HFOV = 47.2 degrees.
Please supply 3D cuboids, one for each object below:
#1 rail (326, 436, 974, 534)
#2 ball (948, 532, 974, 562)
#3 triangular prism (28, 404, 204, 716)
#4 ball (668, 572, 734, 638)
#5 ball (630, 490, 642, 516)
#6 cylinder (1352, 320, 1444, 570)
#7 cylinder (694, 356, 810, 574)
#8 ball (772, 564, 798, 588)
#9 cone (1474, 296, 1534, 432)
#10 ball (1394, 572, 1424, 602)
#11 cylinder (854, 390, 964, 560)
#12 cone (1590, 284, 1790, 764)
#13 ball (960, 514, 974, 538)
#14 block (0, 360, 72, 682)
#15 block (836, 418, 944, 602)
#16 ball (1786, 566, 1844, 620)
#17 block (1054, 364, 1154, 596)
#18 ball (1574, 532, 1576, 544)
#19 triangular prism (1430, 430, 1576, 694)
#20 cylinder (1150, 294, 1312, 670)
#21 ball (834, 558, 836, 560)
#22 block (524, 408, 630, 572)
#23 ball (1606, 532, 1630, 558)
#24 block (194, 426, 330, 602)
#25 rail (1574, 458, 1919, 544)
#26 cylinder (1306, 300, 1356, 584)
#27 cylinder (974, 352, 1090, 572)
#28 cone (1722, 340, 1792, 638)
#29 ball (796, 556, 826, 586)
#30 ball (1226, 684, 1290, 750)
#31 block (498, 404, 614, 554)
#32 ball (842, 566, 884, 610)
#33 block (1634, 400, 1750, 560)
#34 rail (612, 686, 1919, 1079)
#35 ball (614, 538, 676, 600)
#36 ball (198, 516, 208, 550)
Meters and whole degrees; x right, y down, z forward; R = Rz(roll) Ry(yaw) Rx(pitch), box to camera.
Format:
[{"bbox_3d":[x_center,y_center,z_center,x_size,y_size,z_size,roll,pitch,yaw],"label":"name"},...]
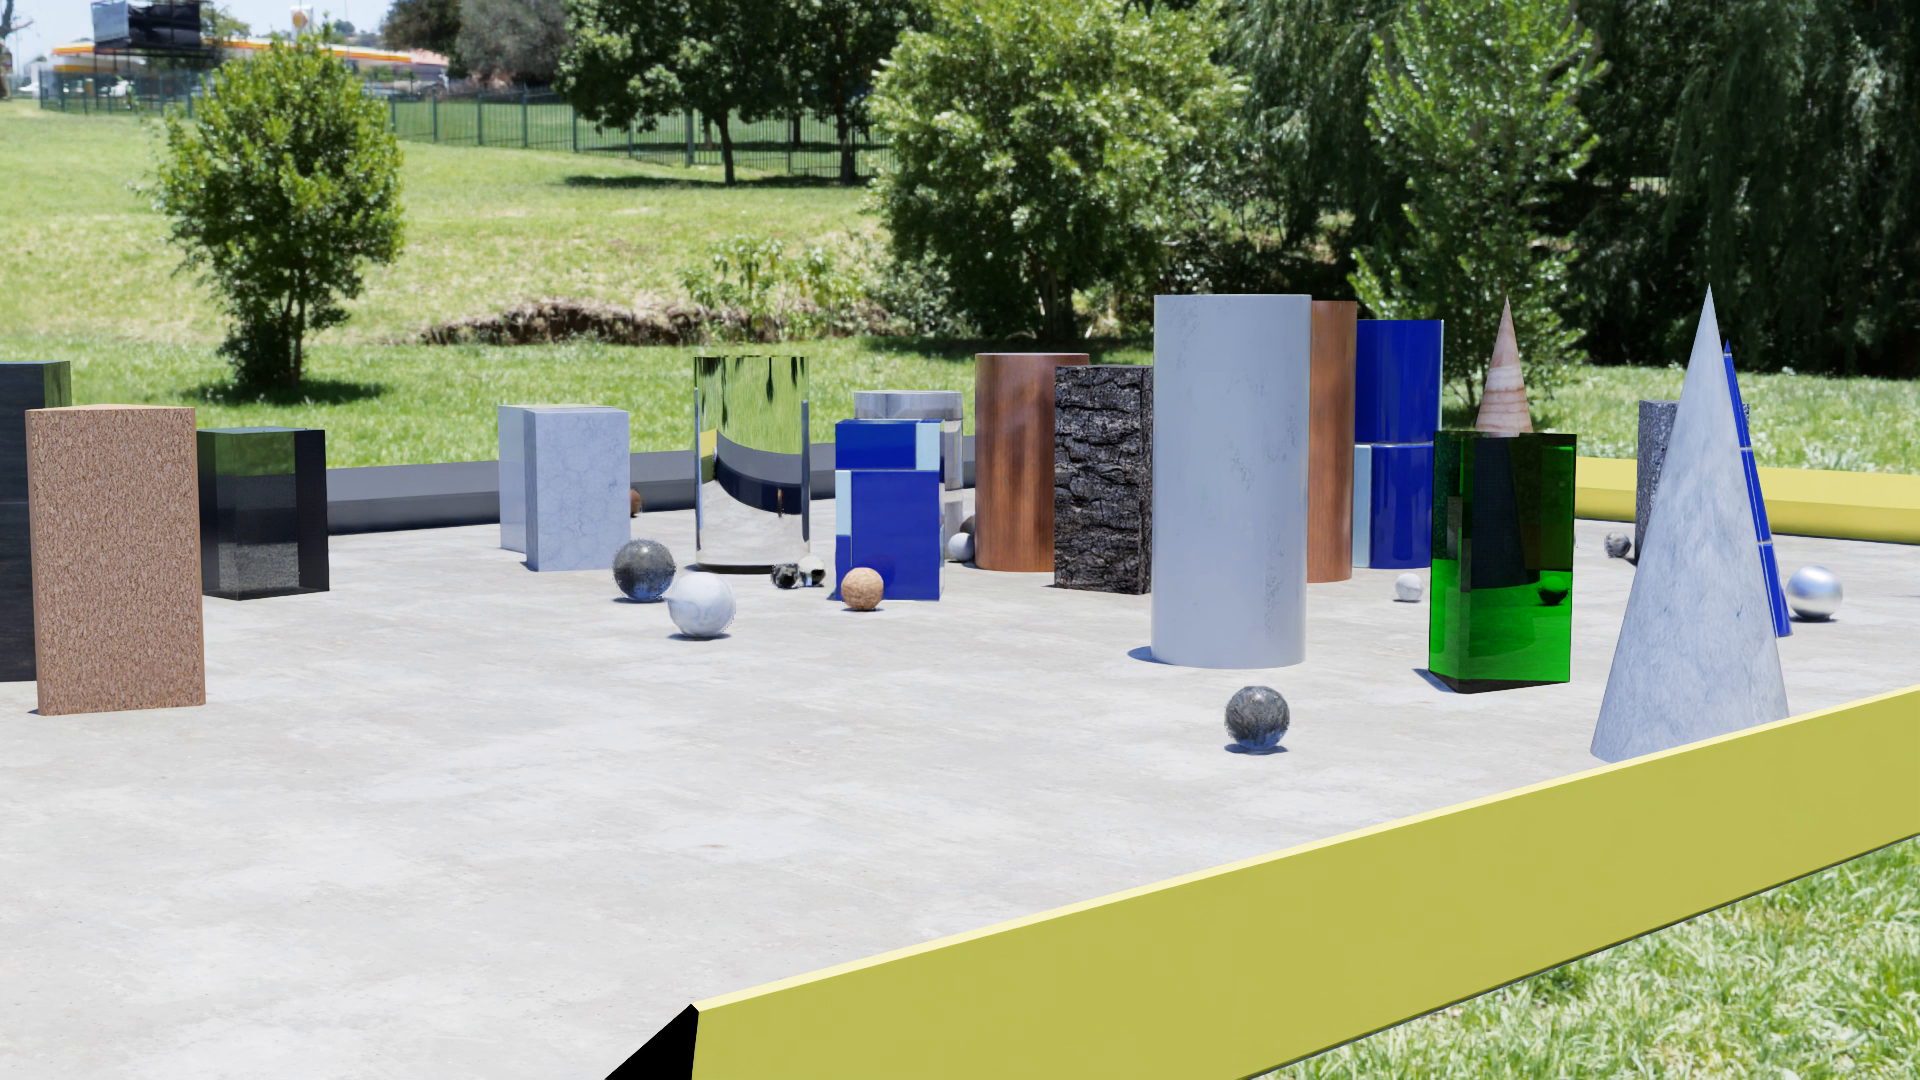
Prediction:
[{"bbox_3d":[-1.095,-0.089,4.512,3.908,0.129,0.045,-5,8,-42],"label":"rail"},{"bbox_3d":[0.004,0.013,3.915,0.051,0.051,0.051,0,6,0],"label":"ball"},{"bbox_3d":[-0.964,0.016,2.510,0.172,0.337,0.149,-3,6,-23],"label":"triangular prism"},{"bbox_3d":[-0.355,0.088,3.010,0.090,0.090,0.090,0,6,0],"label":"ball"},{"bbox_3d":[-0.722,-0.081,4.771,0.061,0.061,0.061,0,6,0],"label":"ball"},{"bbox_3d":[0.747,-0.173,3.876,0.199,0.429,0.199,0,6,0],"label":"cylinder"},{"bbox_3d":[-0.359,-0.134,3.800,0.199,0.367,0.199,0,6,0],"label":"cylinder"},{"bbox_3d":[-0.281,0.058,3.534,0.041,0.041,0.041,0,6,0],"label":"ball"},{"bbox_3d":[0.887,-0.164,3.589,0.199,0.471,0.199,0,6,0],"label":"cone"},{"bbox_3d":[0.690,0.072,3.379,0.044,0.044,0.044,0,6,0],"label":"ball"},{"bbox_3d":[-0.093,-0.121,4.004,0.199,0.298,0.199,0,6,0],"label":"cylinder"},{"bbox_3d":[0.735,-0.018,2.180,0.199,0.472,0.199,0,6,0],"label":"cone"},{"bbox_3d":[0.039,-0.008,3.968,0.082,0.082,0.082,0,6,0],"label":"ball"},{"bbox_3d":[-1.184,-0.027,2.699,0.159,0.382,0.159,-1,6,-11],"label":"block"},{"bbox_3d":[-0.108,-0.049,3.447,0.159,0.273,0.159,0,6,3],"label":"block"},{"bbox_3d":[1.234,0.077,3.175,0.078,0.078,0.078,0,6,0],"label":"ball"},{"bbox_3d":[0.263,-0.102,3.544,0.159,0.356,0.159,4,7,36],"label":"block"},{"bbox_3d":[1.041,-0.002,3.882,0.089,0.089,0.089,0,6,0],"label":"ball"},{"bbox_3d":[0.622,0.020,2.654,0.172,0.298,0.149,-3,7,-30],"label":"triangular prism"},{"bbox_3d":[0.345,-0.080,2.812,0.199,0.464,0.199,0,6,0],"label":"cylinder"},{"bbox_3d":[-0.170,0.031,3.631,0.074,0.074,0.074,0,6,0],"label":"ball"},{"bbox_3d":[-0.670,-0.091,3.844,0.159,0.272,0.159,-2,6,-19],"label":"block"},{"bbox_3d":[1.193,0.009,3.987,0.045,0.045,0.045,0,6,0],"label":"ball"},{"bbox_3d":[-1.116,-0.046,3.483,0.159,0.258,0.159,5,8,42],"label":"block"},{"bbox_3d":[1.419,-0.102,4.634,0.045,0.129,3.276,-5,8,-42],"label":"rail"},{"bbox_3d":[0.559,-0.168,3.679,0.199,0.460,0.199,0,6,0],"label":"cylinder"},{"bbox_3d":[0.125,-0.139,3.832,0.199,0.370,0.199,0,6,0],"label":"cylinder"},{"bbox_3d":[1.060,-0.076,3.056,0.199,0.407,0.199,0,6,0],"label":"cone"},{"bbox_3d":[-0.242,0.050,3.569,0.050,0.050,0.050,0,6,0],"label":"ball"},{"bbox_3d":[0.303,0.180,2.239,0.066,0.066,0.066,0,6,0],"label":"ball"},{"bbox_3d":[-0.753,-0.116,4.106,0.159,0.268,0.159,-4,7,-36],"label":"block"},{"bbox_3d":[-0.145,0.073,3.279,0.065,0.065,0.065,0,6,0],"label":"ball"},{"bbox_3d":[1.284,-0.100,3.866,0.159,0.286,0.159,1,6,8],"label":"block"},{"bbox_3d":[1.095,0.157,2.152,3.908,0.129,0.045,-5,8,-42],"label":"rail"},{"bbox_3d":[-0.487,0.046,3.393,0.095,0.095,0.095,0,6,0],"label":"ball"},{"bbox_3d":[-1.411,-0.011,4.006,0.079,0.079,0.079,0,6,0],"label":"ball"}]
